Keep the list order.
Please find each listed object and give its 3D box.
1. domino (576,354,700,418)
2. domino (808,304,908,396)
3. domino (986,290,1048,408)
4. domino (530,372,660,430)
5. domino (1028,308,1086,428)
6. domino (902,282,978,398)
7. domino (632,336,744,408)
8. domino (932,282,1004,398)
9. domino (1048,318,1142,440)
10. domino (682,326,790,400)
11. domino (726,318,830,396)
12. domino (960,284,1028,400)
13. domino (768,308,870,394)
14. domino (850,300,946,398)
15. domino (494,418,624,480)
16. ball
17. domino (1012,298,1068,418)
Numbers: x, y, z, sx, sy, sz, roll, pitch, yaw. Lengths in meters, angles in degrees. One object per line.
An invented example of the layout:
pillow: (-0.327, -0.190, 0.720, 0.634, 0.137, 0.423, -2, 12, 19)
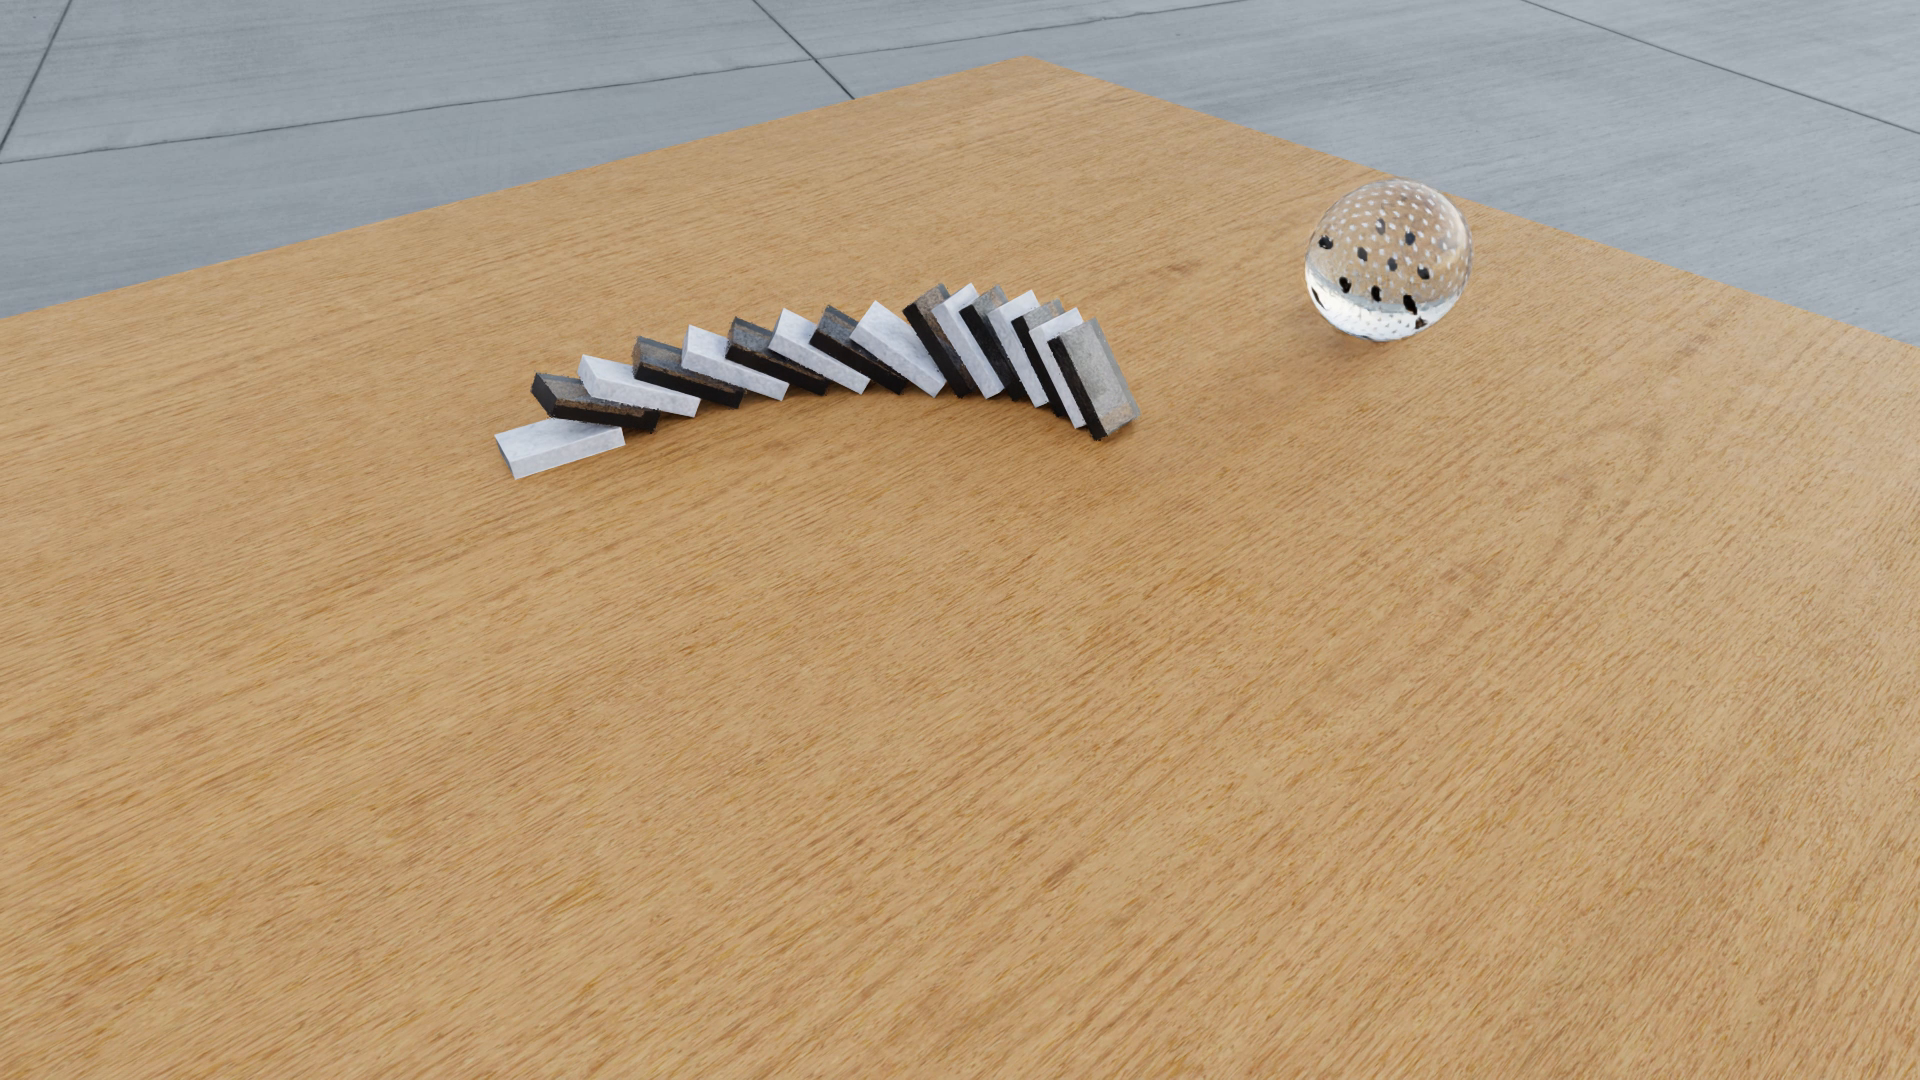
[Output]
domino: (-0.149, -0.071, 0.512, 0.050, 0.010, 0.025, 8, 27, -39)
domino: (-0.047, -0.093, 0.538, 0.050, 0.010, 0.025, 28, 38, -14)
domino: (0.035, -0.092, 0.527, 0.025, 0.050, 0.010, -36, 12, -37)
domino: (-0.165, -0.062, 0.499, 0.050, 0.009, 0.025, 4, 30, -46)
domino: (0.054, -0.080, 0.514, 0.025, 0.050, 0.009, -32, 9, -33)
domino: (-0.005, -0.097, 0.534, 0.010, 0.050, 0.025, -19, 20, 45)
domino: (-0.129, -0.080, 0.523, 0.050, 0.009, 0.025, 14, 32, -28)
domino: (0.009, -0.097, 0.533, 0.010, 0.050, 0.025, -19, 19, 45)
domino: (0.062, -0.074, 0.507, 0.025, 0.050, 0.009, -32, 9, -33)
domino: (-0.108, -0.085, 0.530, 0.050, 0.010, 0.025, 17, 34, -23)
domino: (-0.088, -0.089, 0.534, 0.050, 0.009, 0.025, 20, 34, -22)
domino: (0.022, -0.095, 0.532, 0.009, 0.050, 0.025, -19, 19, 45)
domino: (-0.067, -0.092, 0.537, 0.050, 0.009, 0.025, 25, 36, -18)
domino: (-0.027, -0.093, 0.537, 0.050, 0.010, 0.025, 34, 41, -9)
domino: (-0.181, -0.045, 0.499, 0.050, 0.010, 0.025, -22, 44, -25)
ball: (0.218, -0.142, 0.561, 0.080, 0.080, 0.080, 0, 39, 0)
domino: (0.046, -0.086, 0.521, 0.025, 0.050, 0.010, -32, 9, -33)
